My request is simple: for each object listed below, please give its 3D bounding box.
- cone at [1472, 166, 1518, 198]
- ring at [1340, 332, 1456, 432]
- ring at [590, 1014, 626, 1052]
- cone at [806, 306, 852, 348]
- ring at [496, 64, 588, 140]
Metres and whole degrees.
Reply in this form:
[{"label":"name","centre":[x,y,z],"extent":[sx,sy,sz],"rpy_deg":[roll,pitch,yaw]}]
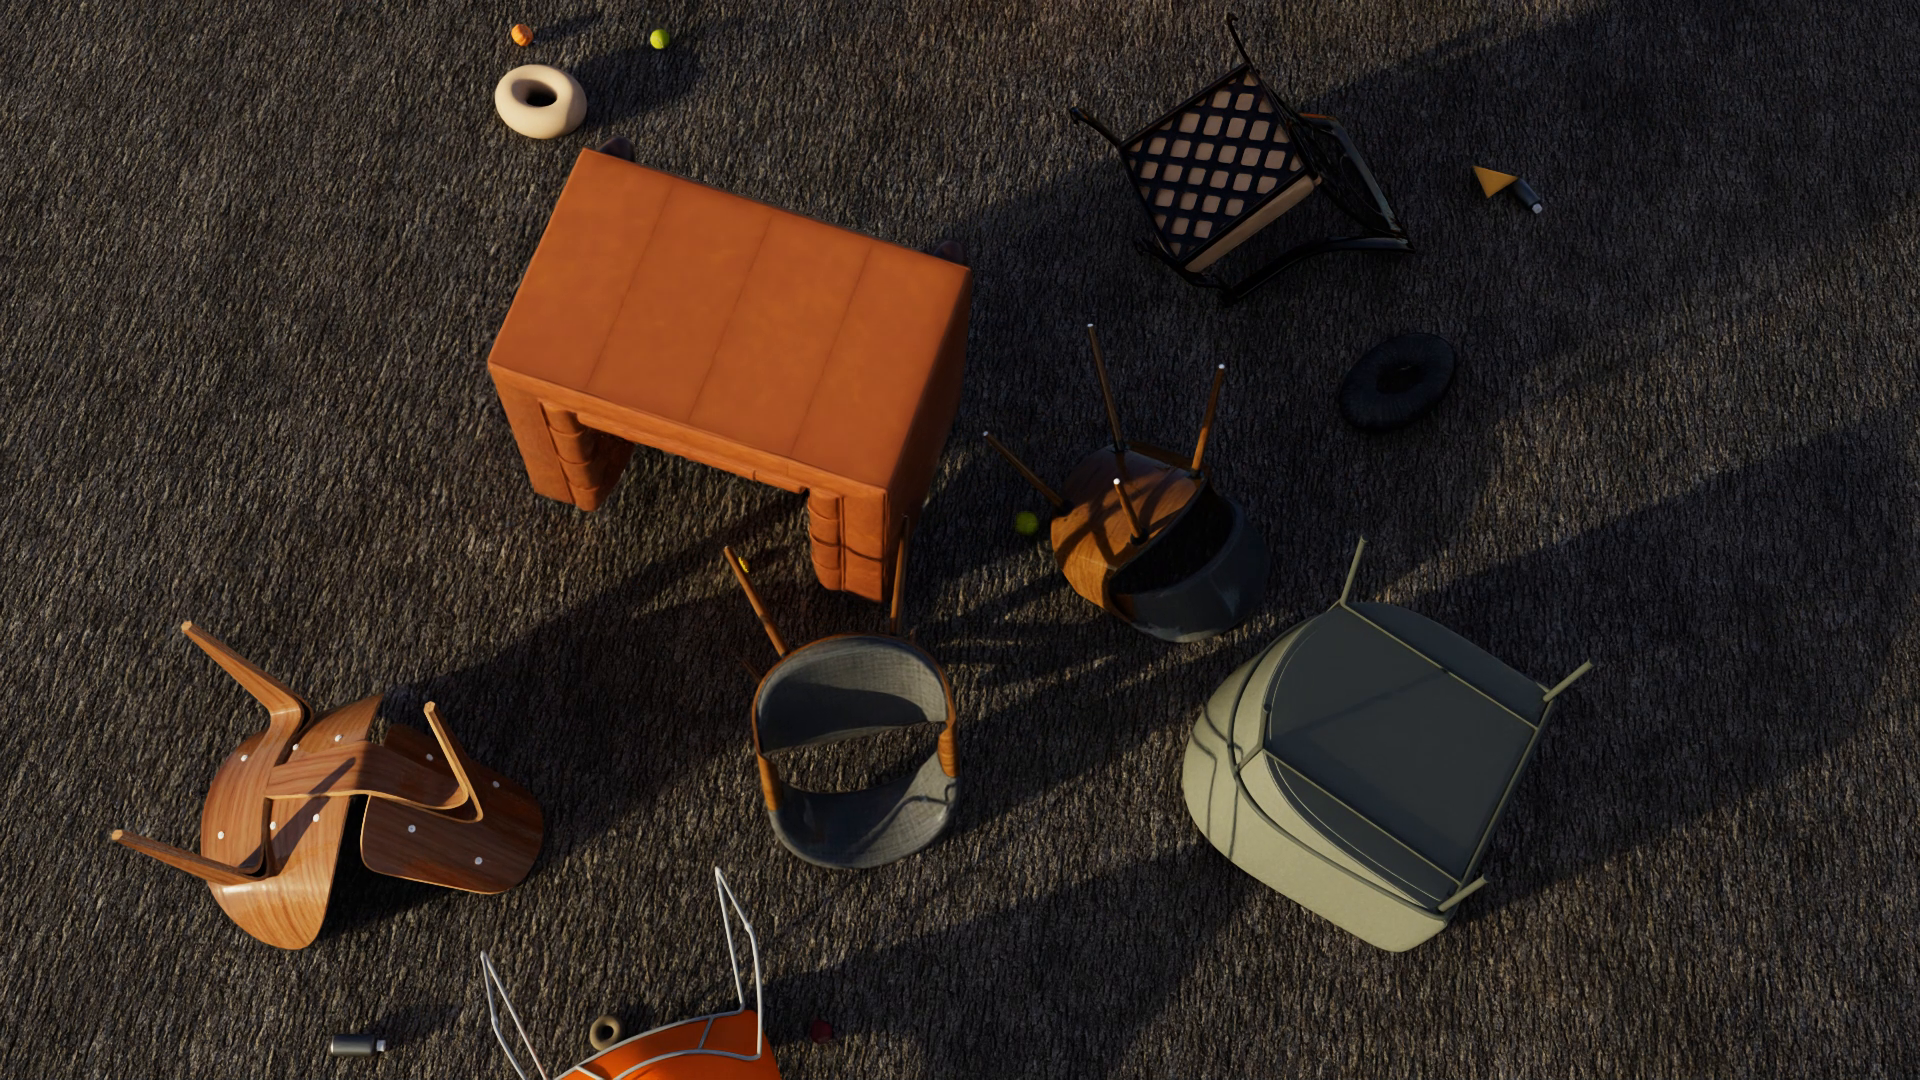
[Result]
[{"label":"cone","centre":[1.772,-1.183,7.329],"extent":[0.161,0.183,0.092],"rpy_deg":[17,103,11]},{"label":"ring","centre":[1.362,-0.491,6.835],"extent":[0.448,0.116,0.279],"rpy_deg":[-37,62,-21]},{"label":"ring","centre":[-0.914,1.278,5.702],"extent":[0.091,0.025,0.102],"rpy_deg":[17,57,10]},{"label":"cone","centre":[-0.400,-0.657,6.987],"extent":[0.156,0.090,0.105],"rpy_deg":[41,98,5]},{"label":"ring","centre":[-1.431,-1.499,7.513],"extent":[0.333,0.114,0.288],"rpy_deg":[34,61,20]}]
